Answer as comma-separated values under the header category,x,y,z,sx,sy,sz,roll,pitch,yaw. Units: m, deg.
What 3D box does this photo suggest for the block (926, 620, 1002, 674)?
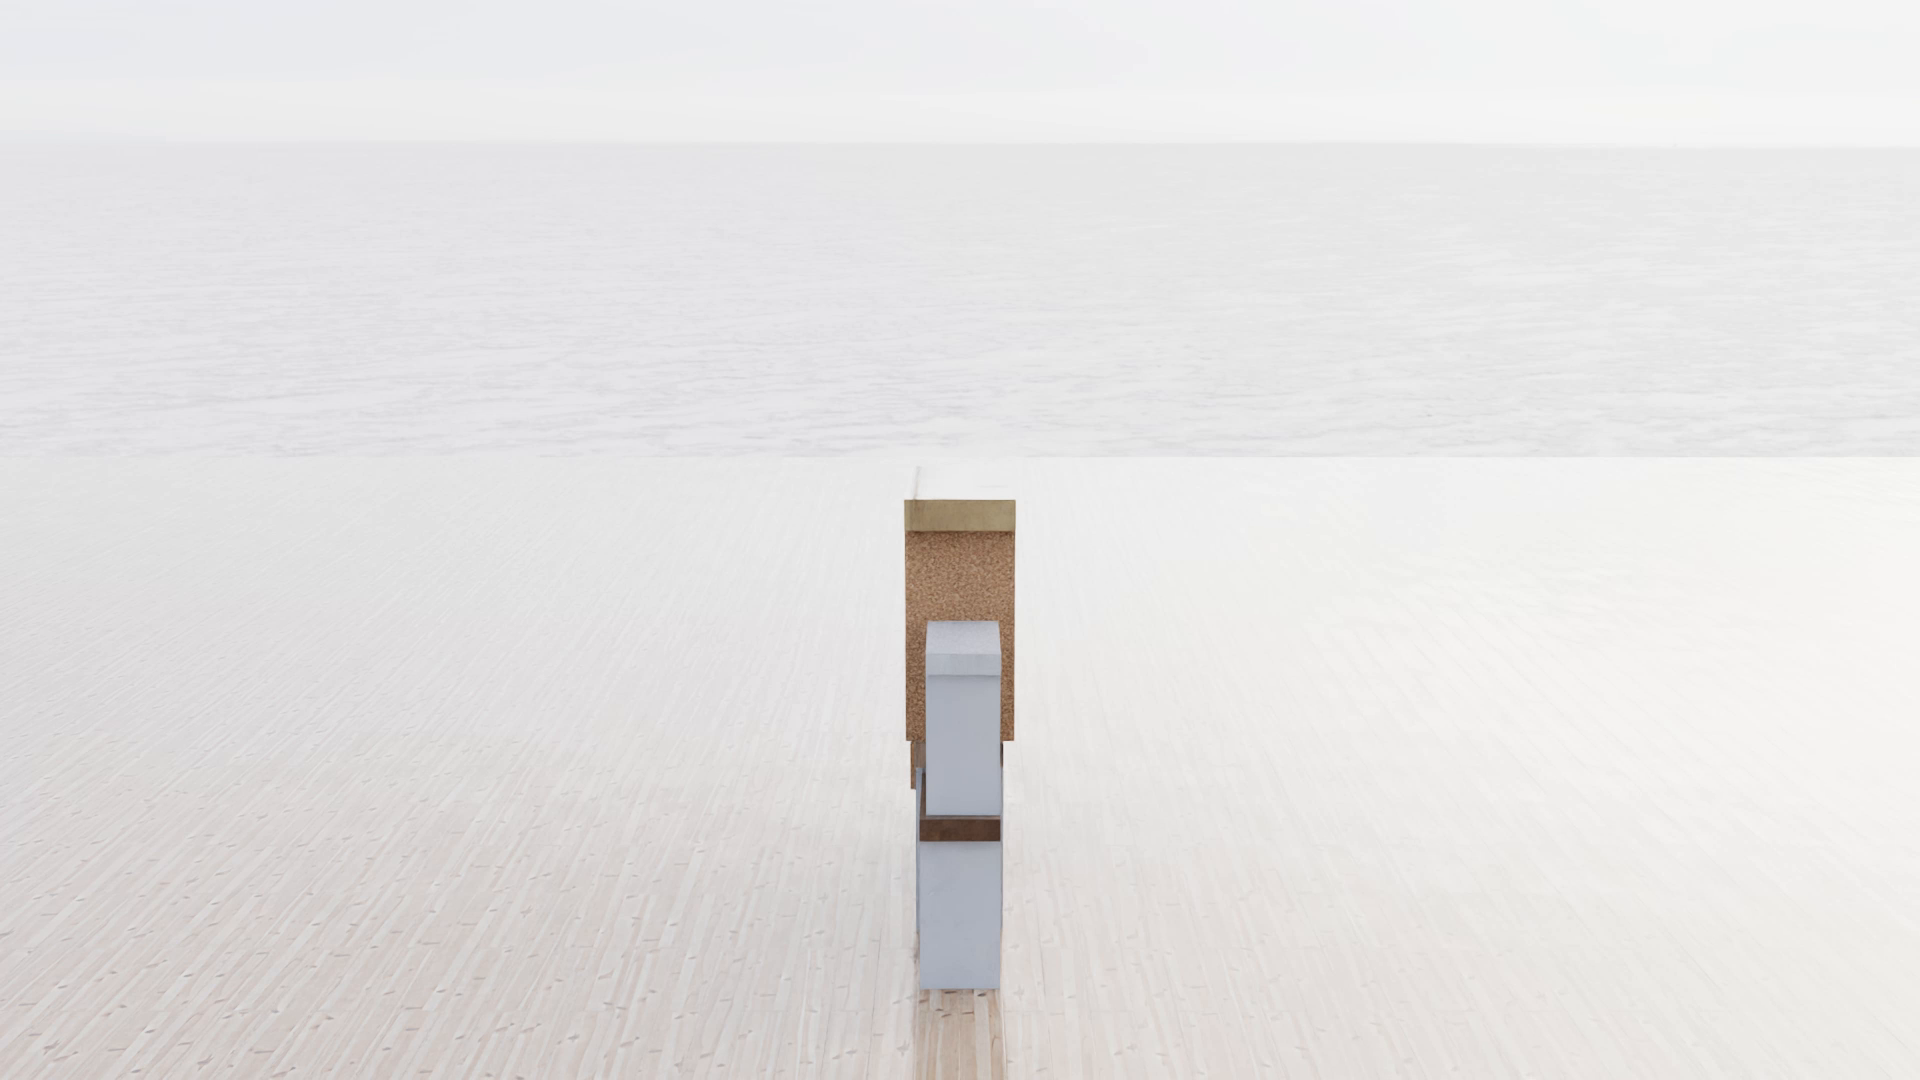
category,x,y,z,sx,sy,sz,roll,pitch,yaw
block,0.005,0.158,3.252,0.108,0.031,0.216,0,10,0

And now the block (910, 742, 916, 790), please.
category,x,y,z,sx,sy,sz,roll,pitch,yaw
block,-0.008,0.208,3.781,0.157,0.446,0.044,0,10,1

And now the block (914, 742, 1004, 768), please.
category,x,y,z,sx,sy,sz,roll,pitch,yaw
block,-0.001,0.310,3.558,0.138,0.039,0.276,0,11,0

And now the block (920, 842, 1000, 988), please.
category,x,y,z,sx,sy,sz,roll,pitch,yaw
block,0.000,0.547,3.256,0.118,0.236,0.033,0,11,0

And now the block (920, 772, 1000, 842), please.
category,x,y,z,sx,sy,sz,roll,pitch,yaw
block,0.000,0.400,3.309,0.118,0.033,0.236,0,11,0

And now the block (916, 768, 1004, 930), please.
category,x,y,z,sx,sy,sz,roll,pitch,yaw
block,-0.001,0.482,3.496,0.138,0.276,0.039,0,11,0

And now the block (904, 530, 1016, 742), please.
category,x,y,z,sx,sy,sz,roll,pitch,yaw
block,0.000,0.142,3.422,0.170,0.339,0.048,0,11,0

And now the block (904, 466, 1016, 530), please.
category,x,y,z,sx,sy,sz,roll,pitch,yaw
block,0.000,-0.069,3.498,0.170,0.048,0.339,0,11,0

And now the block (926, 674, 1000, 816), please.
category,x,y,z,sx,sy,sz,roll,pitch,yaw
block,0.004,0.293,3.204,0.108,0.216,0.031,0,11,0
